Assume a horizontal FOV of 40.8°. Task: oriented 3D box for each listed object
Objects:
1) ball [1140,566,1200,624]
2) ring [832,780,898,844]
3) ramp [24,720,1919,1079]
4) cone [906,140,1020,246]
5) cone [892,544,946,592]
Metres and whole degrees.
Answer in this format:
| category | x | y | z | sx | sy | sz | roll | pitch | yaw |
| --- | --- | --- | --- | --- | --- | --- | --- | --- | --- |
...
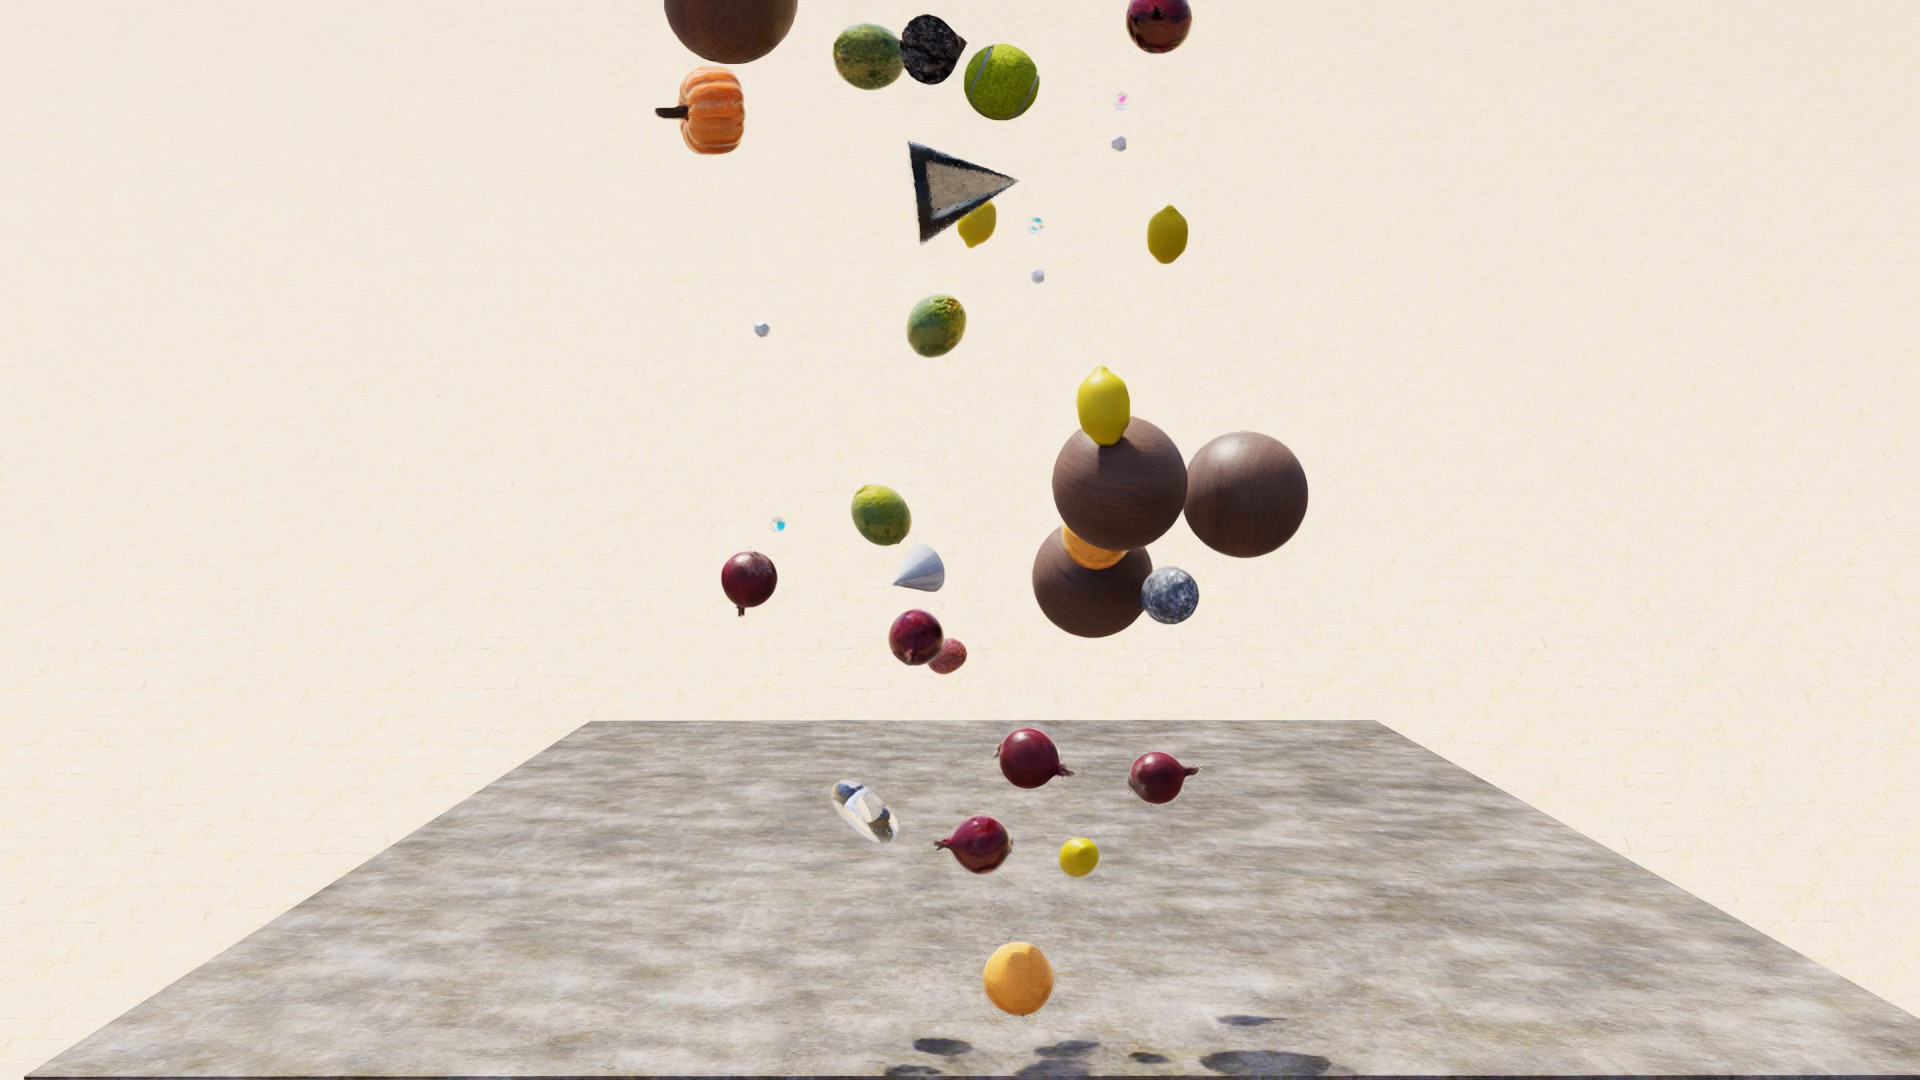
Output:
| category | x | y | z | sx | sy | sz | roll | pitch | yaw |
| --- | --- | --- | --- | --- | --- | --- | --- | --- | --- |
| ball | 0.214 | 0.056 | 2.626 | 0.059 | 0.059 | 0.059 | 0 | 27 | 0 |
| ring | -0.102 | 0.291 | 2.770 | 0.087 | 0.087 | 0.029 | 26 | 65 | 41 |
| ramp | 0.061 | 0.548 | 4.584 | 2.000 | 0.100 | 4.000 | 0 | 1 | 0 |
| cone | 0.006 | -0.323 | 2.357 | 0.098 | 0.098 | 0.098 | -7 | 27 | -2 |
| cone | -0.053 | 0.038 | 2.651 | 0.054 | 0.054 | 0.054 | 21 | 32 | 36 |
